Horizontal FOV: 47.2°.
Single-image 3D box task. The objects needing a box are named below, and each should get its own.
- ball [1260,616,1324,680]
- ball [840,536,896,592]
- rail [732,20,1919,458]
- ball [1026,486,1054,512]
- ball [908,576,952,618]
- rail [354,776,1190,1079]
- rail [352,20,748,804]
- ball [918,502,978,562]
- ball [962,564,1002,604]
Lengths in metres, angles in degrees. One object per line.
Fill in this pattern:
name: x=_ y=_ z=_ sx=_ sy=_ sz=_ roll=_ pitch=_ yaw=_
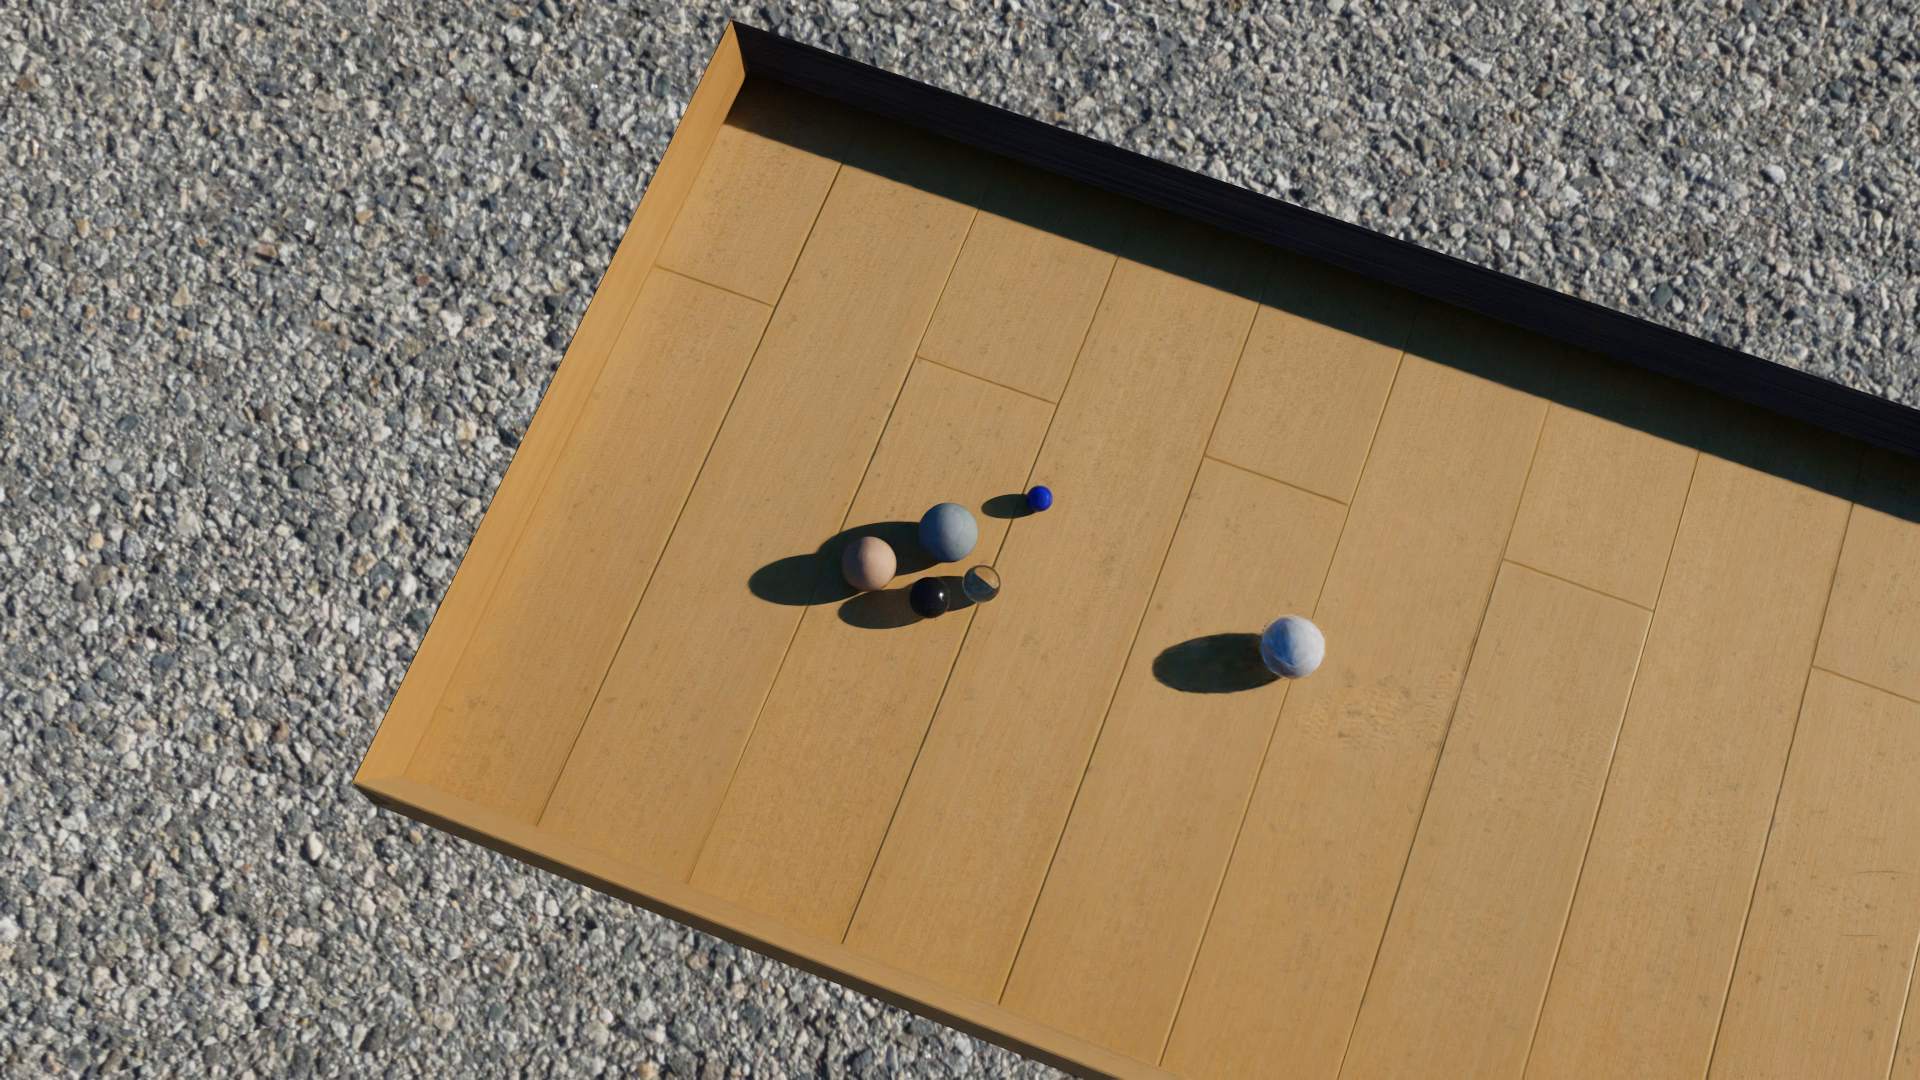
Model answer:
ball: x=0.513 y=0.166 z=3.390 sx=0.098 sy=0.098 sz=0.098 roll=0 pitch=69 yaw=0
ball: x=-0.143 y=0.038 z=3.445 sx=0.088 sy=0.088 sz=0.088 roll=0 pitch=69 yaw=0
rail: x=0.886 y=-0.379 z=3.585 sx=2.745 sy=0.127 sz=0.045 roll=20 pitch=70 yaw=7
ball: x=0.127 y=-0.066 z=3.509 sx=0.043 sy=0.043 sz=0.043 roll=0 pitch=69 yaw=0
ball: x=-0.047 y=0.090 z=3.436 sx=0.066 sy=0.066 sz=0.066 roll=0 pitch=69 yaw=0
rail: x=0.396 y=0.816 z=3.121 sx=2.745 sy=0.127 sz=0.045 roll=20 pitch=70 yaw=7
rail: x=-0.619 y=-0.231 z=3.527 sx=0.045 sy=0.127 sz=1.420 roll=20 pitch=70 yaw=7
ball: x=-0.019 y=-0.012 z=3.460 sx=0.095 sy=0.095 sz=0.095 roll=0 pitch=69 yaw=0
ball: x=0.034 y=0.069 z=3.447 sx=0.061 sy=0.061 sz=0.061 roll=0 pitch=69 yaw=0
